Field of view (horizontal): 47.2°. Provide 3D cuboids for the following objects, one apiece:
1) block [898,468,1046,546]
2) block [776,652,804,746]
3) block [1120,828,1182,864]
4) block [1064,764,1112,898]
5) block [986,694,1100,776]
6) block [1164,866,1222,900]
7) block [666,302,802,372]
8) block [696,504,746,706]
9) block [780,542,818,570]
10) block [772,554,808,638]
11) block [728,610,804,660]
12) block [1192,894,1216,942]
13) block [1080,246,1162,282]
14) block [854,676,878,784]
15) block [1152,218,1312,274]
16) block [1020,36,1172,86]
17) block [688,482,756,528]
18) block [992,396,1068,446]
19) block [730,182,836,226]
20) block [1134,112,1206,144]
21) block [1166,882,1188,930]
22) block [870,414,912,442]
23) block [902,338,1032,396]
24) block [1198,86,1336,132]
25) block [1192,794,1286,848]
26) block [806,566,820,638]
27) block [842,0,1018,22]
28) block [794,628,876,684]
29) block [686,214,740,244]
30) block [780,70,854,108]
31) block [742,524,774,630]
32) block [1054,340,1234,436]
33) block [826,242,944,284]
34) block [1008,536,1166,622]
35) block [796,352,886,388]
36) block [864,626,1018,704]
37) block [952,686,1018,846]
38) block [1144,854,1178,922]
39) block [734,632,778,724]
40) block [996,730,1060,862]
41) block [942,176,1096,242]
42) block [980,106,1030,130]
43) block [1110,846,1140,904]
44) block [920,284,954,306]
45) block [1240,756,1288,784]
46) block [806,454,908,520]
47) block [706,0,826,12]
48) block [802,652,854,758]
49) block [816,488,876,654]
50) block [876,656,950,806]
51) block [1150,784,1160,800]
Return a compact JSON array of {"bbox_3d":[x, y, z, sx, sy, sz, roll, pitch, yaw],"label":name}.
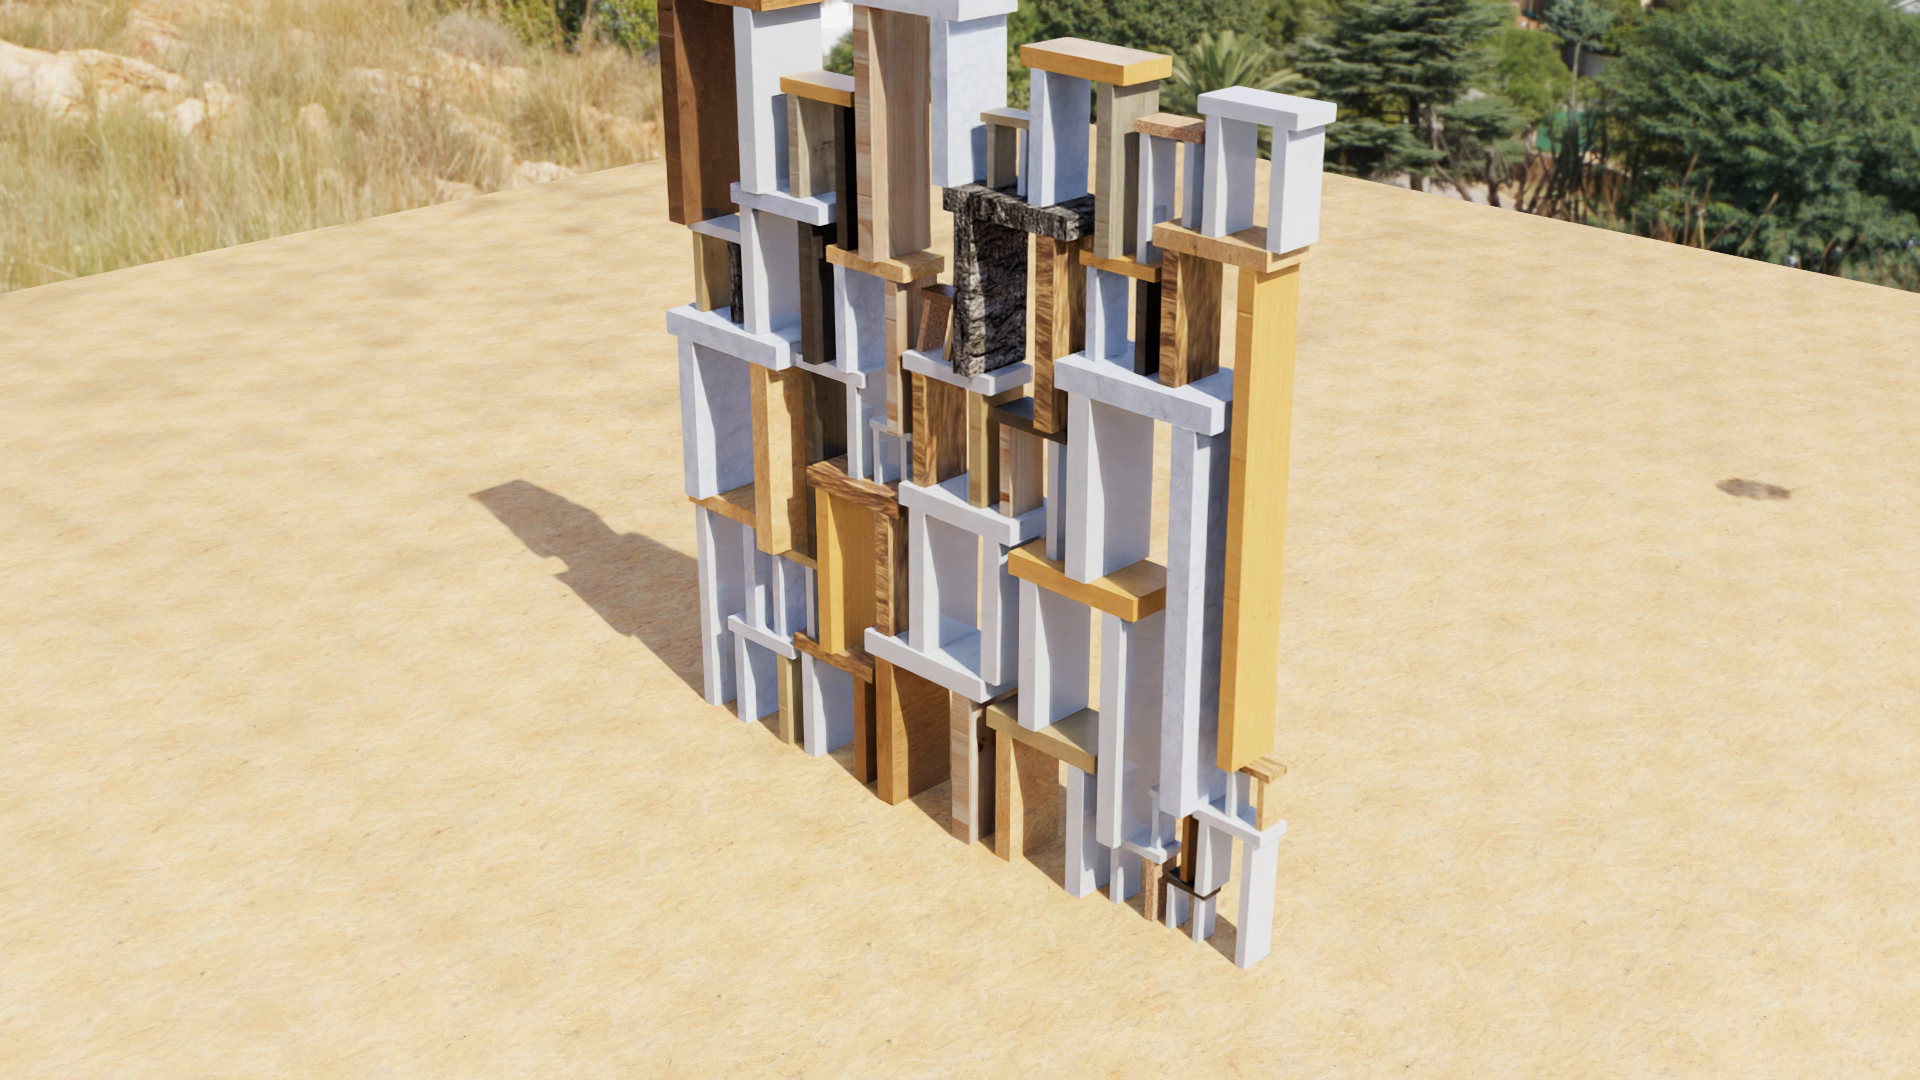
[{"bbox_3d":[0.040,-0.068,4.157,0.148,0.042,0.296,-21,31,-40],"label":"block"},{"bbox_3d":[-0.340,0.325,4.725,0.030,0.211,0.106,21,31,41],"label":"block"},{"bbox_3d":[0.343,0.559,4.086,0.065,0.018,0.131,-21,31,-40],"label":"block"},{"bbox_3d":[0.262,0.527,4.164,0.039,0.276,0.138,21,31,41],"label":"block"},{"bbox_3d":[0.197,0.357,4.162,0.276,0.039,0.138,21,31,41],"label":"block"},{"bbox_3d":[0.425,0.626,4.022,0.048,0.014,0.095,-21,32,-40],"label":"block"},{"bbox_3d":[-0.423,-0.429,4.499,0.175,0.050,0.351,-21,31,-40],"label":"block"},{"bbox_3d":[-0.515,0.130,4.843,0.034,0.478,0.118,21,31,41],"label":"block"},{"bbox_3d":[-0.320,0.020,4.575,0.080,0.023,0.159,-21,31,-41],"label":"block"},{"bbox_3d":[-0.358,0.104,4.652,0.080,0.192,0.023,-21,31,-41],"label":"block"},{"bbox_3d":[-0.390,0.194,4.723,0.211,0.030,0.106,21,31,41],"label":"block"},{"bbox_3d":[0.447,0.685,4.023,0.048,0.095,0.014,-21,32,-41],"label":"block"},{"bbox_3d":[0.291,-0.469,3.702,0.083,0.024,0.166,-22,31,-40],"label":"block"},{"bbox_3d":[-0.164,0.375,4.568,0.034,0.240,0.120,21,31,41],"label":"block"},{"bbox_3d":[0.438,-0.480,3.541,0.117,0.033,0.234,-22,31,-40],"label":"block"},{"bbox_3d":[0.224,-0.794,3.644,0.117,0.033,0.233,-21,31,-39],"label":"block"},{"bbox_3d":[-0.459,-0.084,4.692,0.237,0.034,0.118,21,31,41],"label":"block"},{"bbox_3d":[0.155,-0.216,3.961,0.090,0.025,0.179,-21,31,-40],"label":"block"},{"bbox_3d":[-0.312,-0.664,4.275,0.131,0.037,0.261,-21,31,-40],"label":"block"},{"bbox_3d":[0.357,-0.665,3.553,0.140,0.020,0.070,21,31,40],"label":"block"},{"bbox_3d":[0.402,0.668,4.065,0.014,0.095,0.048,21,31,41],"label":"block"},{"bbox_3d":[-0.116,-0.219,4.252,0.113,0.016,0.057,22,31,41],"label":"block"},{"bbox_3d":[0.013,-0.322,4.081,0.226,0.032,0.113,21,31,40],"label":"block"},{"bbox_3d":[0.476,-0.671,3.414,0.097,0.028,0.194,-22,31,-40],"label":"block"},{"bbox_3d":[0.495,0.496,3.899,0.076,0.021,0.151,-21,31,-40],"label":"block"},{"bbox_3d":[-0.282,0.118,4.576,0.023,0.159,0.080,21,31,41],"label":"block"},{"bbox_3d":[-0.055,-0.960,3.871,0.292,0.041,0.146,21,31,40],"label":"block"},{"bbox_3d":[-0.220,0.227,4.567,0.240,0.034,0.120,21,31,41],"label":"block"},{"bbox_3d":[-0.467,-0.635,4.458,0.169,0.024,0.085,21,31,41],"label":"block"},{"bbox_3d":[-0.234,-0.844,4.109,0.099,0.028,0.198,-21,31,-40],"label":"block"},{"bbox_3d":[-0.403,0.062,4.693,0.034,0.237,0.118,21,31,41],"label":"block"},{"bbox_3d":[0.347,-0.264,3.736,0.174,0.049,0.348,-22,31,-40],"label":"block"},{"bbox_3d":[-0.142,-0.530,4.145,0.107,0.030,0.213,-22,31,-40],"label":"block"},{"bbox_3d":[0.248,0.062,3.978,0.151,0.043,0.302,-21,31,-40],"label":"block"},{"bbox_3d":[-0.223,-0.344,4.326,0.194,0.027,0.097,21,31,41],"label":"block"},{"bbox_3d":[-0.018,0.223,4.342,0.163,0.046,0.326,-21,31,-41],"label":"block"},{"bbox_3d":[0.059,0.424,4.344,0.046,0.326,0.163,21,31,41],"label":"block"},{"bbox_3d":[0.374,0.639,4.087,0.065,0.131,0.018,-21,31,-41],"label":"block"},{"bbox_3d":[-0.440,0.286,4.816,0.030,0.212,0.106,21,31,41],"label":"block"},{"bbox_3d":[0.132,0.477,4.284,0.039,0.276,0.138,21,31,41],"label":"block"},{"bbox_3d":[0.127,-0.584,3.841,0.149,0.042,0.298,-21,31,-41],"label":"block"},{"bbox_3d":[0.099,-0.731,3.816,0.116,0.016,0.058,17,28,35],"label":"block"},{"bbox_3d":[0.312,0.615,4.144,0.065,0.131,0.018,-21,31,-41],"label":"block"},{"bbox_3d":[-0.014,-0.449,4.040,0.109,0.015,0.054,20,30,37],"label":"block"},{"bbox_3d":[0.515,0.393,3.838,0.050,0.014,0.101,-21,31,-40],"label":"block"},{"bbox_3d":[-0.168,-0.111,4.354,0.261,0.037,0.131,21,31,40],"label":"block"},{"bbox_3d":[-0.428,-1.074,4.231,0.175,0.050,0.351,-21,31,-40],"label":"block"},{"bbox_3d":[-0.277,0.331,4.673,0.034,0.240,0.120,21,31,41],"label":"block"},{"bbox_3d":[-0.230,0.047,4.488,0.130,0.359,0.037,-21,31,-41],"label":"block"},{"bbox_3d":[-0.095,0.364,4.485,0.046,0.326,0.163,21,31,41],"label":"block"},{"bbox_3d":[0.400,0.466,3.992,0.104,0.015,0.052,20,30,41],"label":"block"}]
